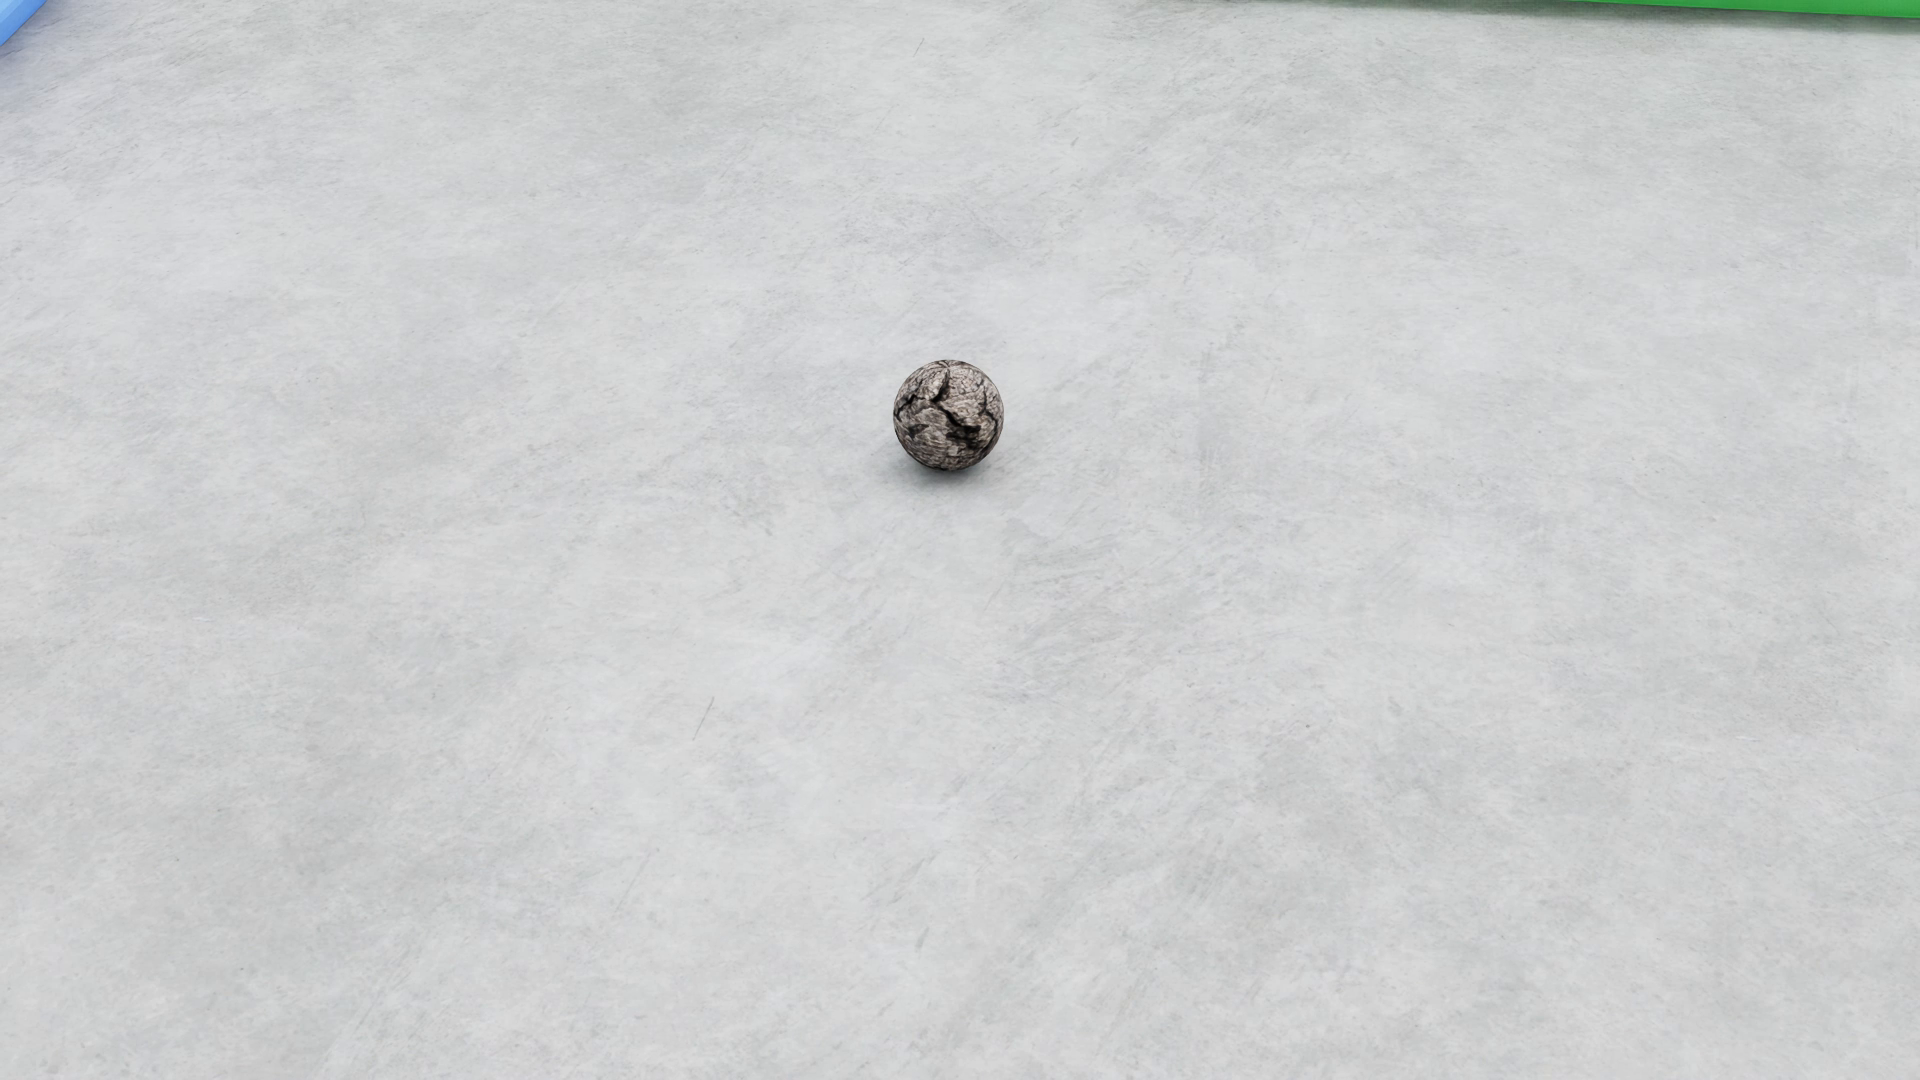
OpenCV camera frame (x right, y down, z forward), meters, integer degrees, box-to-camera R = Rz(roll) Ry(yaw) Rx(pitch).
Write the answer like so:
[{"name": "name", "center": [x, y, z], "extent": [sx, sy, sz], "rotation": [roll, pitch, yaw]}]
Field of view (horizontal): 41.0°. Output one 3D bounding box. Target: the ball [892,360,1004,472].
[{"name": "ball", "center": [-0.008, -0.089, 1.828], "extent": [0.080, 0.080, 0.080], "rotation": [0, 36, 0]}]

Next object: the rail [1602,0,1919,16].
[{"name": "rail", "center": [1.122, -0.527, 2.405], "extent": [4.028, 0.119, 0.045], "rotation": [4, 36, 6]}]

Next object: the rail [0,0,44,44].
[{"name": "rail", "center": [-0.976, -0.090, 1.795], "extent": [0.045, 0.119, 2.049], "rotation": [4, 36, 6]}]
